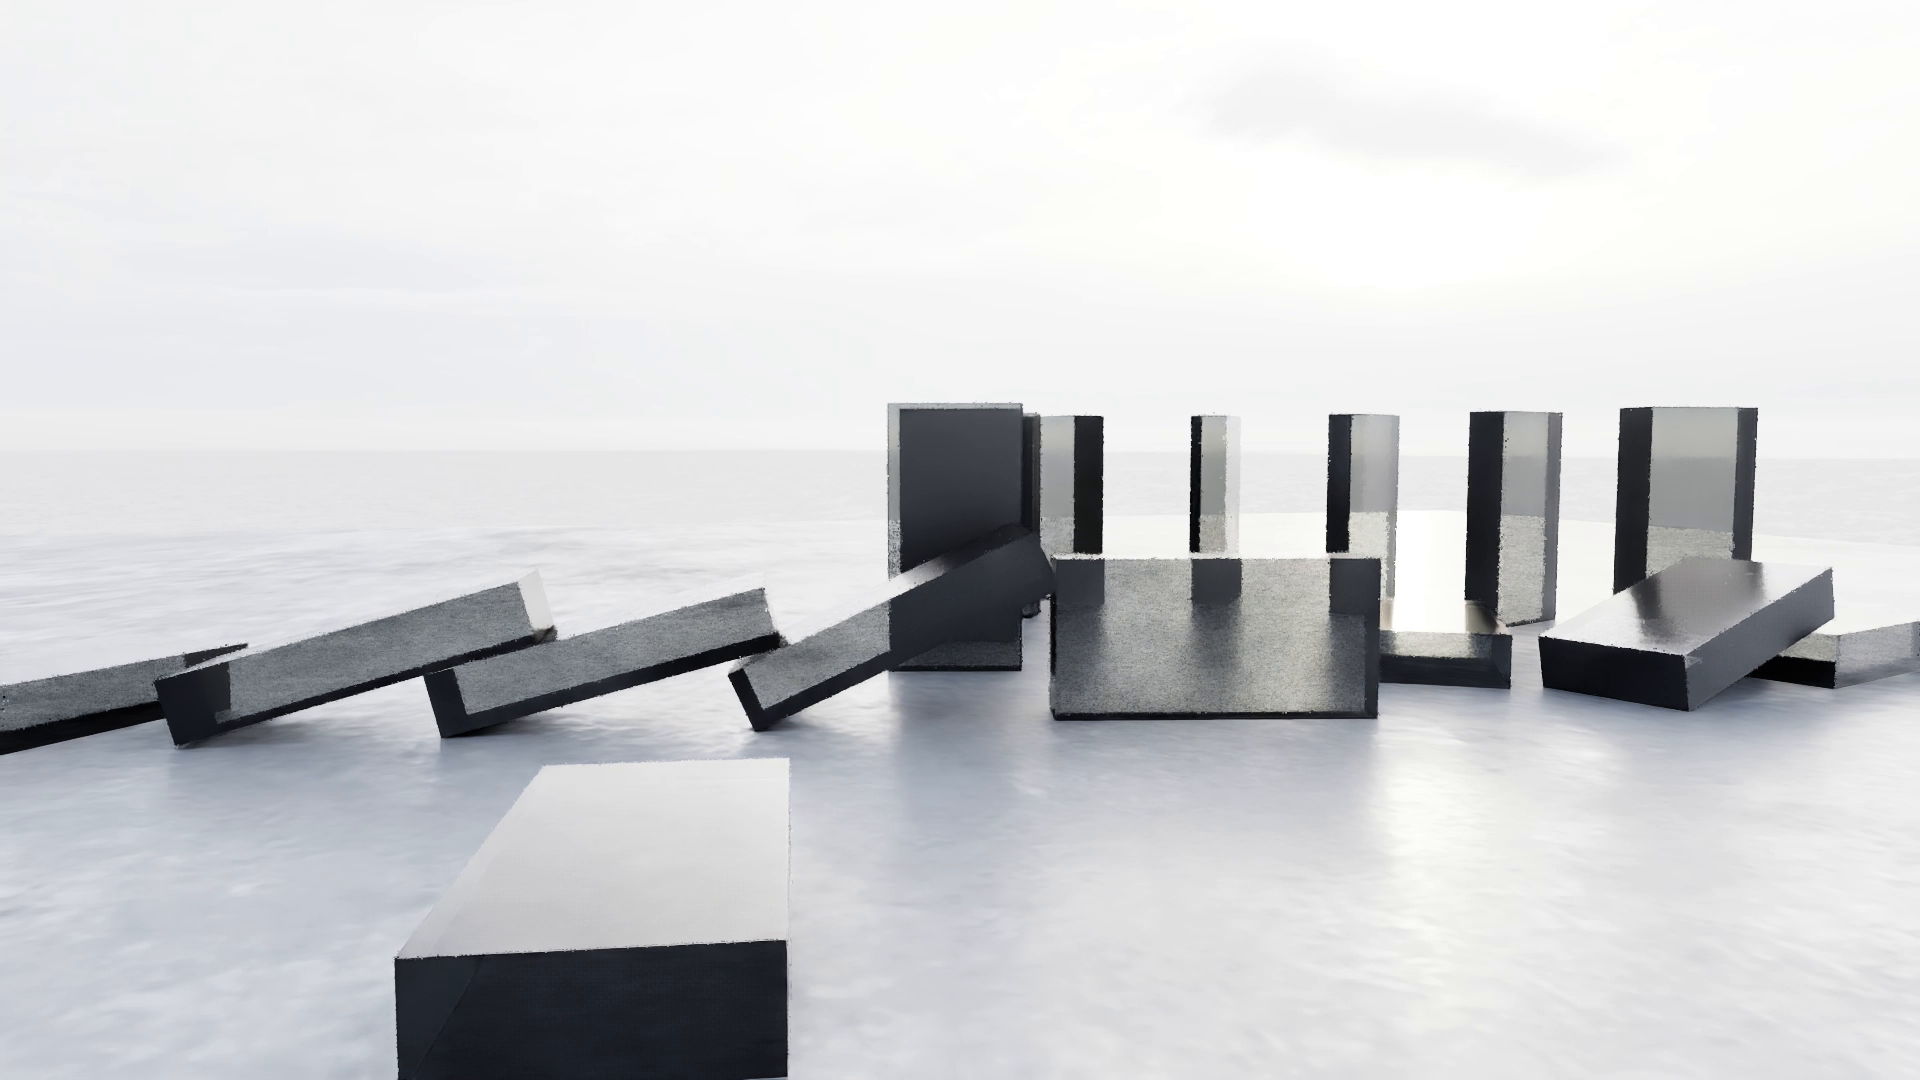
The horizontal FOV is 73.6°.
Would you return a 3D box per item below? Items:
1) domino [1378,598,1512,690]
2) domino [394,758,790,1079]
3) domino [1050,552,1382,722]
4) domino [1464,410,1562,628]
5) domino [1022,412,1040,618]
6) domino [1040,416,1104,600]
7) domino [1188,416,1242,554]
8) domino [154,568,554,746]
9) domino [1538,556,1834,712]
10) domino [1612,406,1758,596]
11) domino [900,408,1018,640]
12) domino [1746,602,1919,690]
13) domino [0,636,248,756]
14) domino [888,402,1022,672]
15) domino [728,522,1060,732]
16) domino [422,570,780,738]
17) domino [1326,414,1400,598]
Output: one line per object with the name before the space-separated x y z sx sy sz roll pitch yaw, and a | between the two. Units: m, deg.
domino | 0.091 0.019 0.250 0.025 0.010 0.050 1 4 17
domino | -0.027 0.030 0.109 0.025 0.009 0.050 -1 4 -7
domino | 0.040 0.015 0.202 0.050 0.025 0.009 0 4 -2
domino | 0.132 -0.005 0.305 0.025 0.050 0.009 -3 5 -38
domino | 0.007 -0.006 0.319 0.025 0.050 0.009 1 4 16
domino | 0.028 -0.009 0.351 0.010 0.050 0.025 -2 5 -29
domino | 0.070 -0.009 0.352 0.009 0.050 0.025 2 5 21
domino | -0.089 0.017 0.195 0.050 0.009 0.025 -16 6 -10
domino | 0.128 0.015 0.226 0.050 0.010 0.025 -18 13 -31
domino | 0.151 -0.003 0.268 0.025 0.050 0.009 -1 4 -12
domino | 0.000 -0.004 0.282 0.025 0.050 0.009 0 4 5
domino | 0.166 0.019 0.246 0.050 0.009 0.025 -3 5 -33
domino | -0.138 0.023 0.194 0.025 0.010 0.050 1 5 18
domino | -0.001 -0.001 0.243 0.025 0.050 0.009 0 4 -1
domino | -0.011 0.013 0.202 0.050 0.010 0.025 -25 6 -2
domino | -0.054 0.017 0.200 0.050 0.009 0.025 -15 6 -7
domino | 0.104 -0.007 0.332 0.009 0.050 0.025 3 5 38
